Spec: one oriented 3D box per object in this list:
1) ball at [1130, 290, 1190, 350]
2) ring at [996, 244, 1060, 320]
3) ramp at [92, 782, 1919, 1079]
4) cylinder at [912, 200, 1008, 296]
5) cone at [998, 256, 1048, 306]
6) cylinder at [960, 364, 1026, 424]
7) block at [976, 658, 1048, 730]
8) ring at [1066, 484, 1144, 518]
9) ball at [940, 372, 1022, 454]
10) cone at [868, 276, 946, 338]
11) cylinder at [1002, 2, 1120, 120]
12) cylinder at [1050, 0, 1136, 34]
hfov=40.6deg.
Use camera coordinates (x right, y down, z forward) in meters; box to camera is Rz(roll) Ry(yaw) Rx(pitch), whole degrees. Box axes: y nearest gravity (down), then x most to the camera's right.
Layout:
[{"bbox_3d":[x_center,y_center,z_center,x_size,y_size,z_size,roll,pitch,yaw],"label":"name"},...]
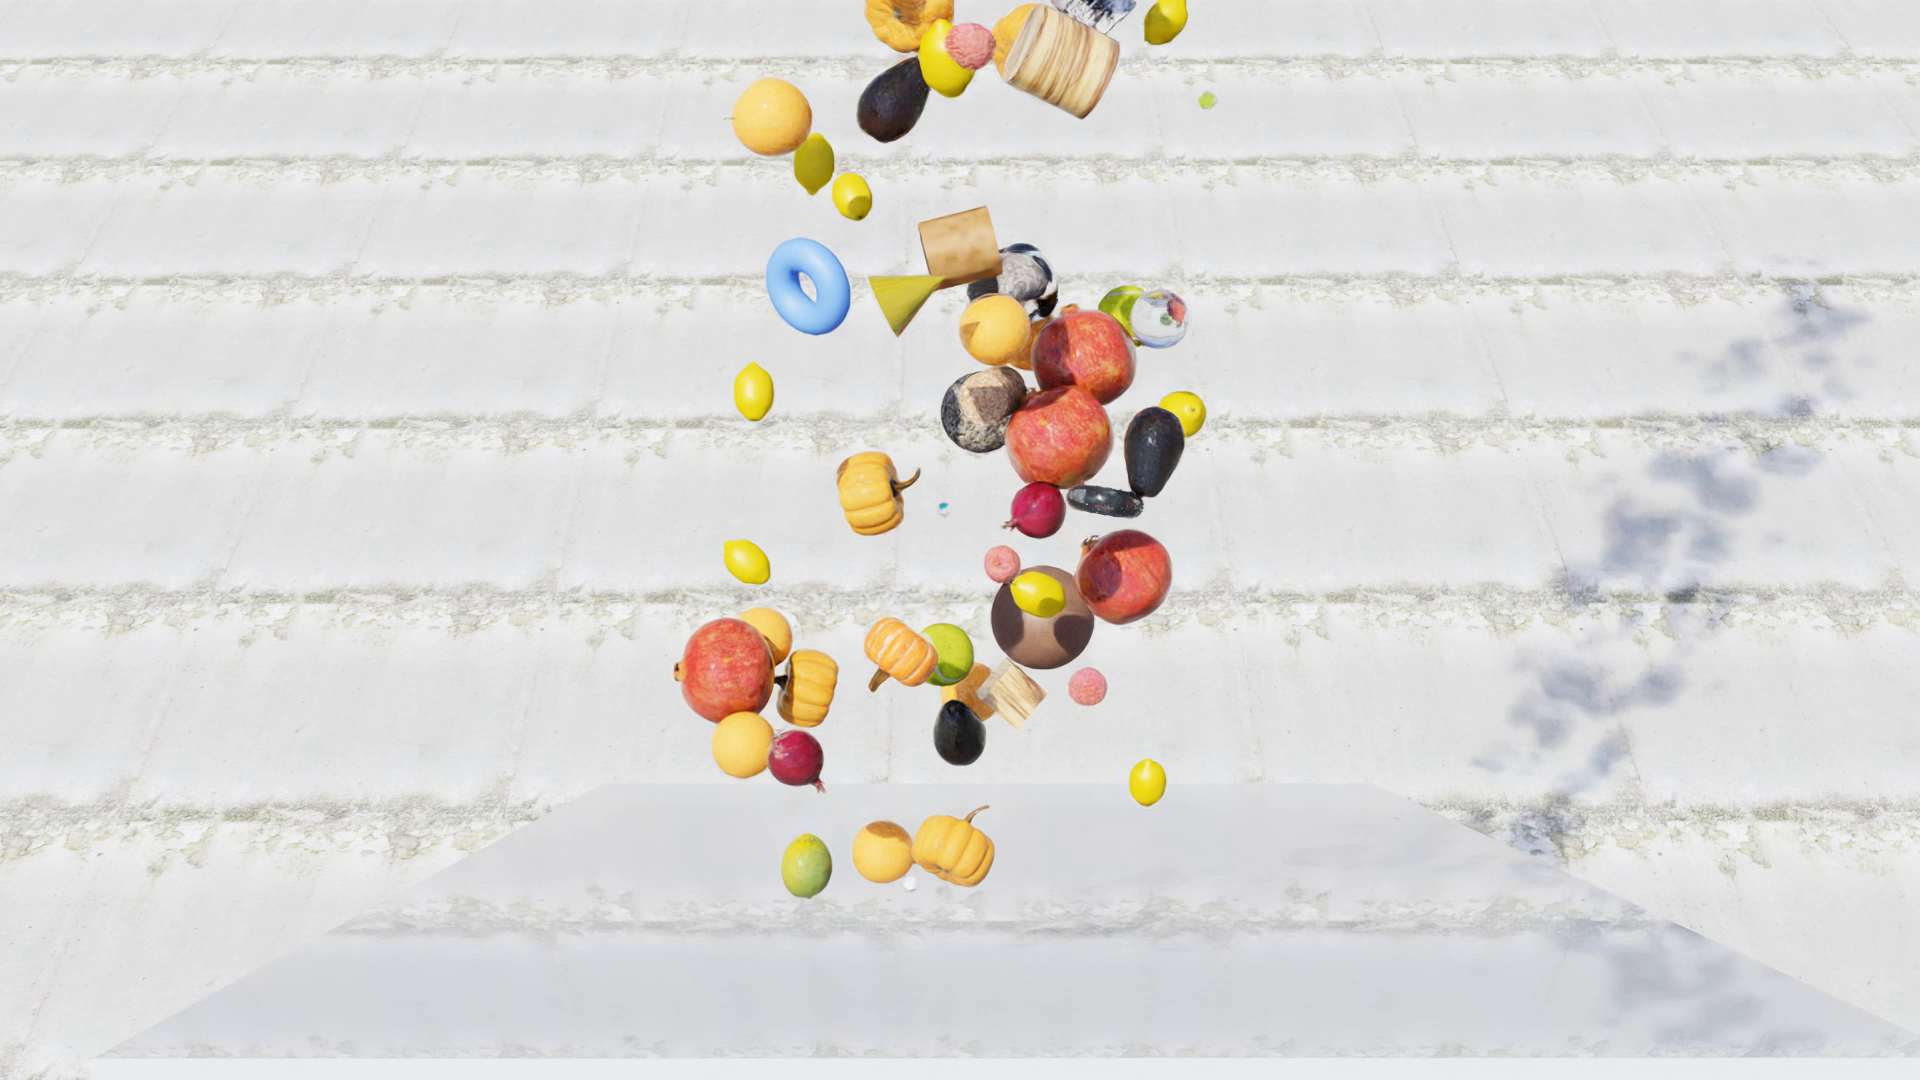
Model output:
[{"bbox_3d":[0.201,-0.222,2.606,0.060,0.060,0.060,0,33,0],"label":"ball"},{"bbox_3d":[0.073,-0.279,2.807,0.029,0.088,0.088,-26,41,-32],"label":"ring"},{"bbox_3d":[0.074,0.643,4.762,2.000,0.100,4.000,0,-1,0],"label":"ramp"},{"bbox_3d":[0.000,-0.285,2.533,0.069,0.069,0.069,-28,37,-1],"label":"cylinder"},{"bbox_3d":[0.053,-0.263,2.747,0.059,0.059,0.059,17,35,24],"label":"cone"},{"bbox_3d":[0.035,-0.155,2.761,0.055,0.055,0.055,13,18,19],"label":"cylinder"},{"bbox_3d":[0.056,0.166,2.815,0.051,0.051,0.051,40,1,-10],"label":"block"},{"bbox_3d":[0.143,-0.038,2.549,0.077,0.026,0.077,9,0,0],"label":"ring"},{"bbox_3d":[0.024,-0.145,2.956,0.093,0.093,0.093,0,33,0],"label":"ball"},{"bbox_3d":[-0.043,-0.235,2.448,0.066,0.066,0.066,-25,34,5],"label":"cone"},{"bbox_3d":[0.098,-0.461,2.498,0.083,0.083,0.083,24,30,-15],"label":"cylinder"},{"bbox_3d":[0.133,-0.537,2.595,0.062,0.062,0.062,47,41,-4],"label":"cylinder"}]
